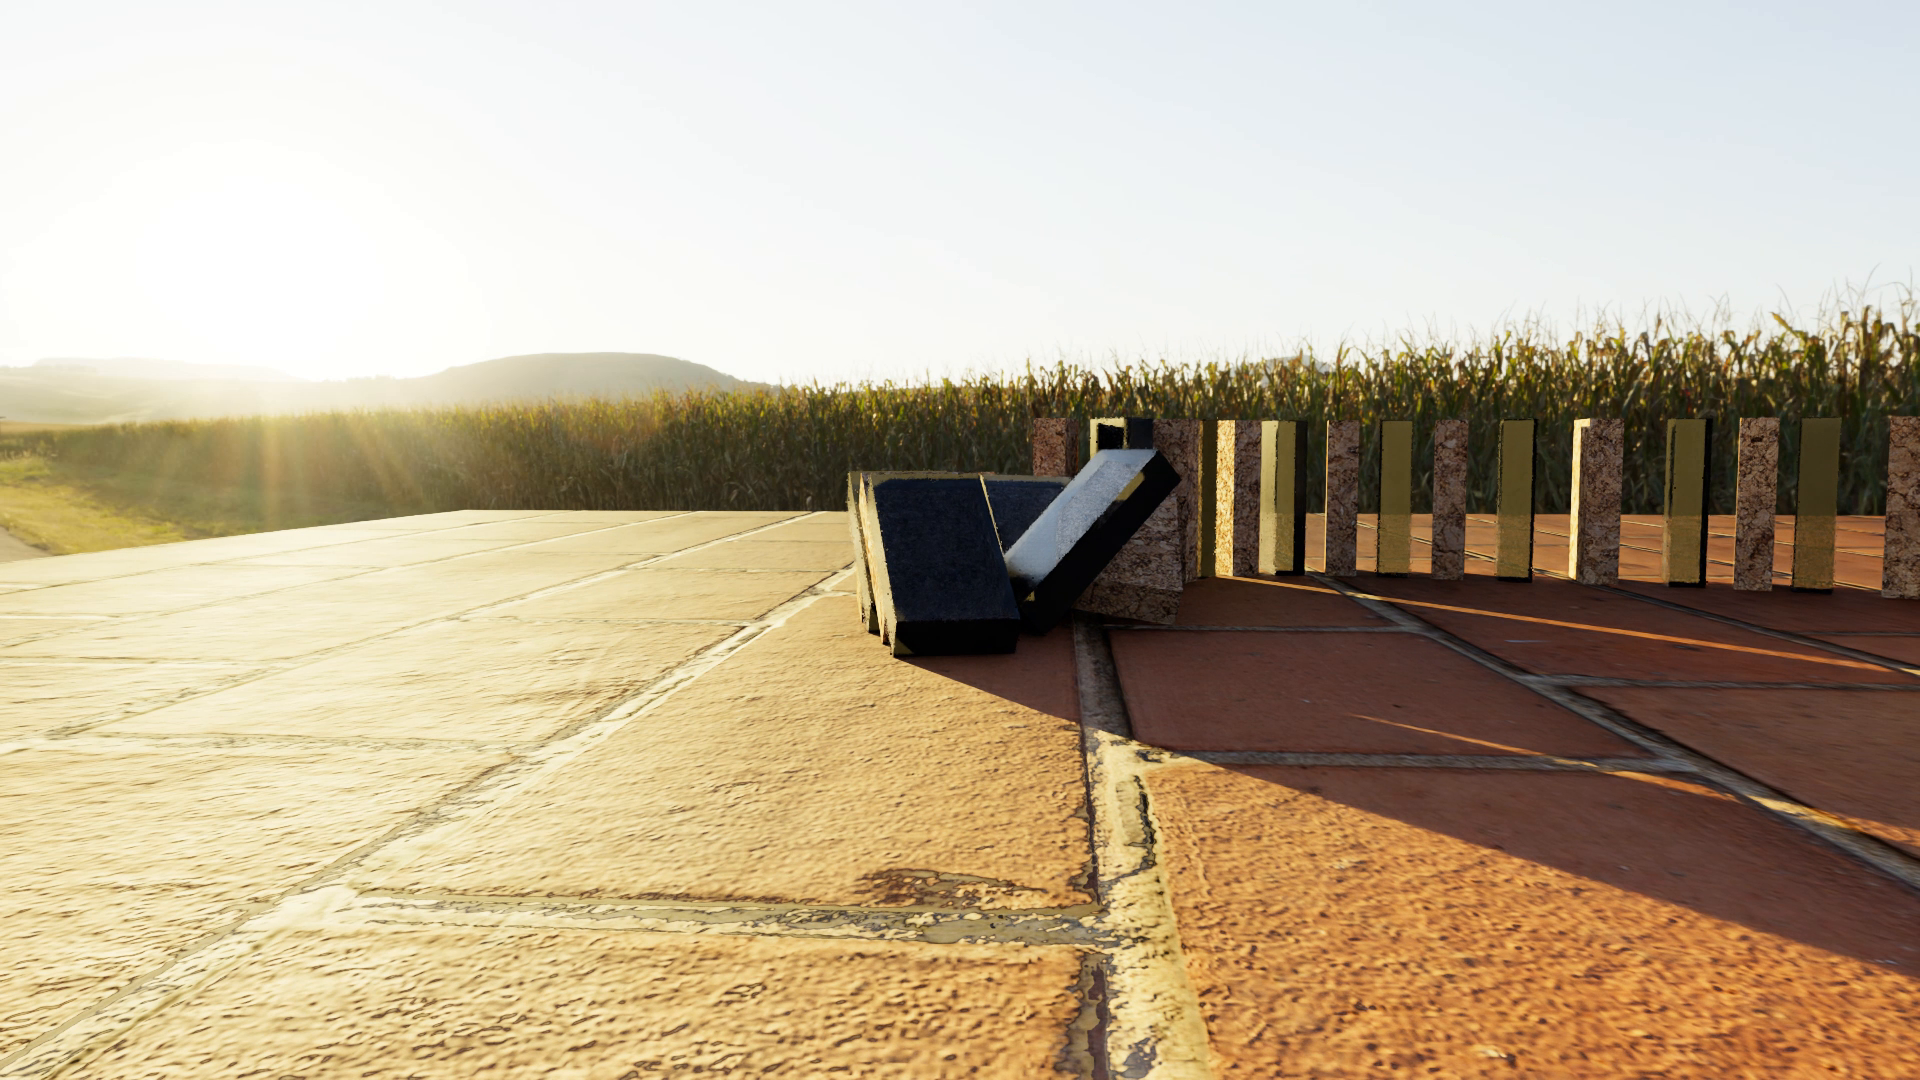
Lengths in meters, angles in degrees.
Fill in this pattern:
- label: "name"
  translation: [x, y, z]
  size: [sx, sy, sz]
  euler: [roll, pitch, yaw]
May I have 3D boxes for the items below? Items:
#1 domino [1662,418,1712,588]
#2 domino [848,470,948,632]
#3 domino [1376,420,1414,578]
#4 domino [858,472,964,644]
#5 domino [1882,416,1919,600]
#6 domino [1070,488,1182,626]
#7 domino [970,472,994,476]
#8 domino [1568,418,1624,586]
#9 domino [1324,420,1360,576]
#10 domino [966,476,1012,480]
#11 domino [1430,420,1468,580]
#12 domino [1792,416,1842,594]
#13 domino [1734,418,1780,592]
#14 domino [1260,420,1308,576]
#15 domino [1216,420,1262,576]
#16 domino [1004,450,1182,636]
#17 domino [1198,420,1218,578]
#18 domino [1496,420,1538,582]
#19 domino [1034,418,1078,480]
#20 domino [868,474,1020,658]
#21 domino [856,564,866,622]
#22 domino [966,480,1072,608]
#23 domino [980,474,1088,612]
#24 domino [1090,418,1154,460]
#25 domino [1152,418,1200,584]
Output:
- label: "domino"
  translation: [0.221, -0.012, 0.390]
  size: [0.009, 0.050, 0.025]
  euler: [2, 5, 24]
- label: "domino"
  translation: [-0.012, 0.002, 0.308]
  size: [0.025, 0.010, 0.050]
  euler: [-1, 38, -11]
- label: "domino"
  translation: [0.142, -0.014, 0.419]
  size: [0.009, 0.050, 0.025]
  euler: [2, 5, 21]
- label: "domino"
  translation: [-0.008, 0.003, 0.292]
  size: [0.025, 0.010, 0.050]
  euler: [-1, 38, -11]
- label: "domino"
  translation: [0.267, -0.010, 0.361]
  size: [0.009, 0.050, 0.025]
  euler: [3, 5, 37]
- label: "domino"
  translation: [0.041, 0.001, 0.320]
  size: [0.025, 0.009, 0.050]
  euler: [9, 32, 1]
- label: "domino"
  translation: [0.003, -0.004, 0.393]
  size: [0.025, 0.010, 0.050]
  euler: [-4, 33, -9]
- label: "domino"
  translation: [0.197, -0.012, 0.398]
  size: [0.009, 0.050, 0.025]
  euler: [1, 4, 16]
- label: "domino"
  translation: [0.126, -0.014, 0.424]
  size: [0.009, 0.050, 0.025]
  euler: [1, 4, 15]
- label: "domino"
  translation: [0.008, -0.001, 0.371]
  size: [0.025, 0.010, 0.050]
  euler: [-2, 33, -13]
- label: "domino"
  translation: [0.158, -0.013, 0.412]
  size: [0.010, 0.050, 0.025]
  euler: [2, 5, 22]
- label: "domino"
  translation: [0.250, -0.010, 0.374]
  size: [0.009, 0.050, 0.025]
  euler: [3, 5, 35]
- label: "domino"
  translation: [0.237, -0.011, 0.382]
  size: [0.009, 0.050, 0.025]
  euler: [3, 5, 31]
- label: "domino"
  translation: [0.107, -0.014, 0.427]
  size: [0.009, 0.050, 0.025]
  euler: [0, 4, 2]
- label: "domino"
  translation: [0.089, -0.014, 0.425]
  size: [0.009, 0.050, 0.025]
  euler: [-1, 4, -15]
- label: "domino"
  translation: [0.027, -0.001, 0.300]
  size: [0.050, 0.009, 0.025]
  euler: [-47, 22, -16]
- label: "domino"
  translation: [0.069, -0.014, 0.414]
  size: [0.025, 0.050, 0.009]
  euler: [4, 6, 40]
- label: "domino"
  translation: [0.176, -0.013, 0.405]
  size: [0.009, 0.050, 0.025]
  euler: [2, 5, 21]
- label: "domino"
  translation: [0.029, -0.012, 0.391]
  size: [0.009, 0.050, 0.025]
  euler: [1, 4, 14]
- label: "domino"
  translation: [-0.005, 0.004, 0.275]
  size: [0.025, 0.010, 0.050]
  euler: [-1, 38, -11]
- label: "domino"
  translation: [-0.014, 0.013, 0.331]
  size: [0.025, 0.010, 0.050]
  euler: [0, 4, -6]
- label: "domino"
  translation: [0.013, 0.000, 0.351]
  size: [0.025, 0.010, 0.050]
  euler: [-1, 33, -14]
- label: "domino"
  translation: [0.021, 0.000, 0.335]
  size: [0.025, 0.010, 0.050]
  euler: [2, 33, -9]
- label: "domino"
  translation: [0.049, -0.012, 0.389]
  size: [0.009, 0.050, 0.025]
  euler: [-1, 4, -16]
- label: "domino"
  translation: [0.061, -0.012, 0.401]
  size: [0.025, 0.050, 0.009]
  euler: [3, 5, 32]
